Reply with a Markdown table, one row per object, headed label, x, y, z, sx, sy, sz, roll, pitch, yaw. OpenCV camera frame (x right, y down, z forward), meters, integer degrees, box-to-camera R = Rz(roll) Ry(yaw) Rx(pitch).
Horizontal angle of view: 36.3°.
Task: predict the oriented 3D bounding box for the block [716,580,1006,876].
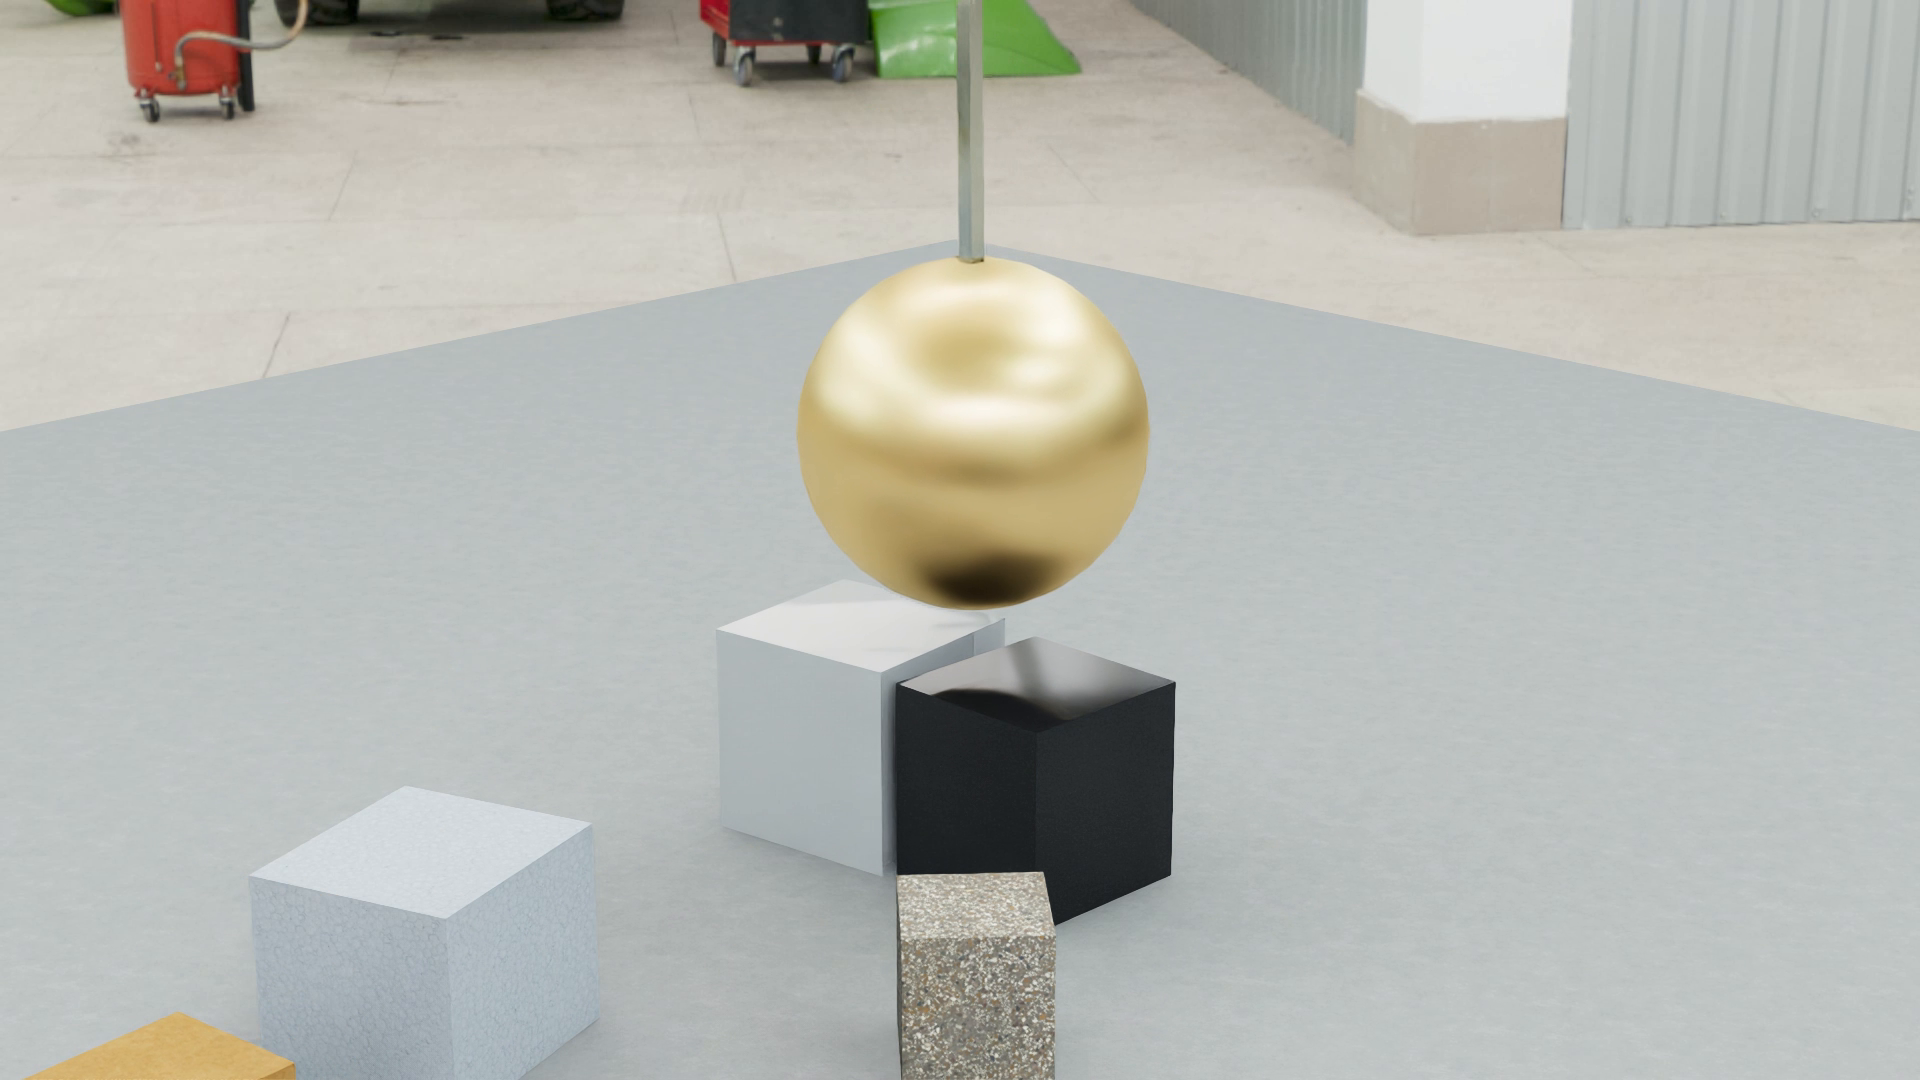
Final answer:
| label | x | y | z | sx | sy | sz | roll | pitch | yaw |
| --- | --- | --- | --- | --- | --- | --- | --- | --- | --- |
| block | -0.463 | 0.867 | 13.928 | 0.984 | 0.995 | 0.942 | 13 | 22 | 35 |

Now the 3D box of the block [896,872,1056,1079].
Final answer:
| label | x | y | z | sx | sy | sz | roll | pitch | yaw |
| --- | --- | --- | --- | --- | --- | --- | --- | --- | --- |
| block | 0.056 | 1.752 | 11.679 | 0.597 | 0.653 | 0.603 | -1 | 17 | -3 |

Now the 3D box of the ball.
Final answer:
| label | x | y | z | sx | sy | sz | roll | pitch | yaw |
| --- | --- | --- | --- | --- | --- | --- | --- | --- | --- |
| ball | 0.060 | -0.481 | 13.253 | 1.600 | 1.600 | 1.600 | 0 | 17 | 0 |

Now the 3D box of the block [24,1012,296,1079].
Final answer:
| label | x | y | z | sx | sy | sz | roll | pitch | yaw |
| --- | --- | --- | --- | --- | --- | --- | --- | --- | --- |
| block | -2.805 | 2.179 | 10.281 | 0.646 | 0.678 | 0.724 | 13 | 22 | 36 |

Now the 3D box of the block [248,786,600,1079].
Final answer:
| label | x | y | z | sx | sy | sz | roll | pitch | yaw |
| --- | --- | --- | --- | --- | --- | --- | --- | --- | --- |
| block | -2.117 | 1.631 | 11.714 | 0.920 | 0.863 | 1.014 | 8 | 19 | 24 |

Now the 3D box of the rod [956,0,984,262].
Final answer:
| label | x | y | z | sx | sy | sz | roll | pitch | yaw |
| --- | --- | --- | --- | --- | --- | --- | --- | --- | --- |
| rod | 0.026 | -3.714 | 12.201 | 0.080 | 5.200 | 0.080 | 17 | 25 | 42 |

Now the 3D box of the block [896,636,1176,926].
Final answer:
| label | x | y | z | sx | sy | sz | roll | pitch | yaw |
| --- | --- | --- | --- | --- | --- | --- | --- | --- | --- |
| block | 0.341 | 1.090 | 13.302 | 0.905 | 0.945 | 0.873 | -17 | 24 | -42 |
